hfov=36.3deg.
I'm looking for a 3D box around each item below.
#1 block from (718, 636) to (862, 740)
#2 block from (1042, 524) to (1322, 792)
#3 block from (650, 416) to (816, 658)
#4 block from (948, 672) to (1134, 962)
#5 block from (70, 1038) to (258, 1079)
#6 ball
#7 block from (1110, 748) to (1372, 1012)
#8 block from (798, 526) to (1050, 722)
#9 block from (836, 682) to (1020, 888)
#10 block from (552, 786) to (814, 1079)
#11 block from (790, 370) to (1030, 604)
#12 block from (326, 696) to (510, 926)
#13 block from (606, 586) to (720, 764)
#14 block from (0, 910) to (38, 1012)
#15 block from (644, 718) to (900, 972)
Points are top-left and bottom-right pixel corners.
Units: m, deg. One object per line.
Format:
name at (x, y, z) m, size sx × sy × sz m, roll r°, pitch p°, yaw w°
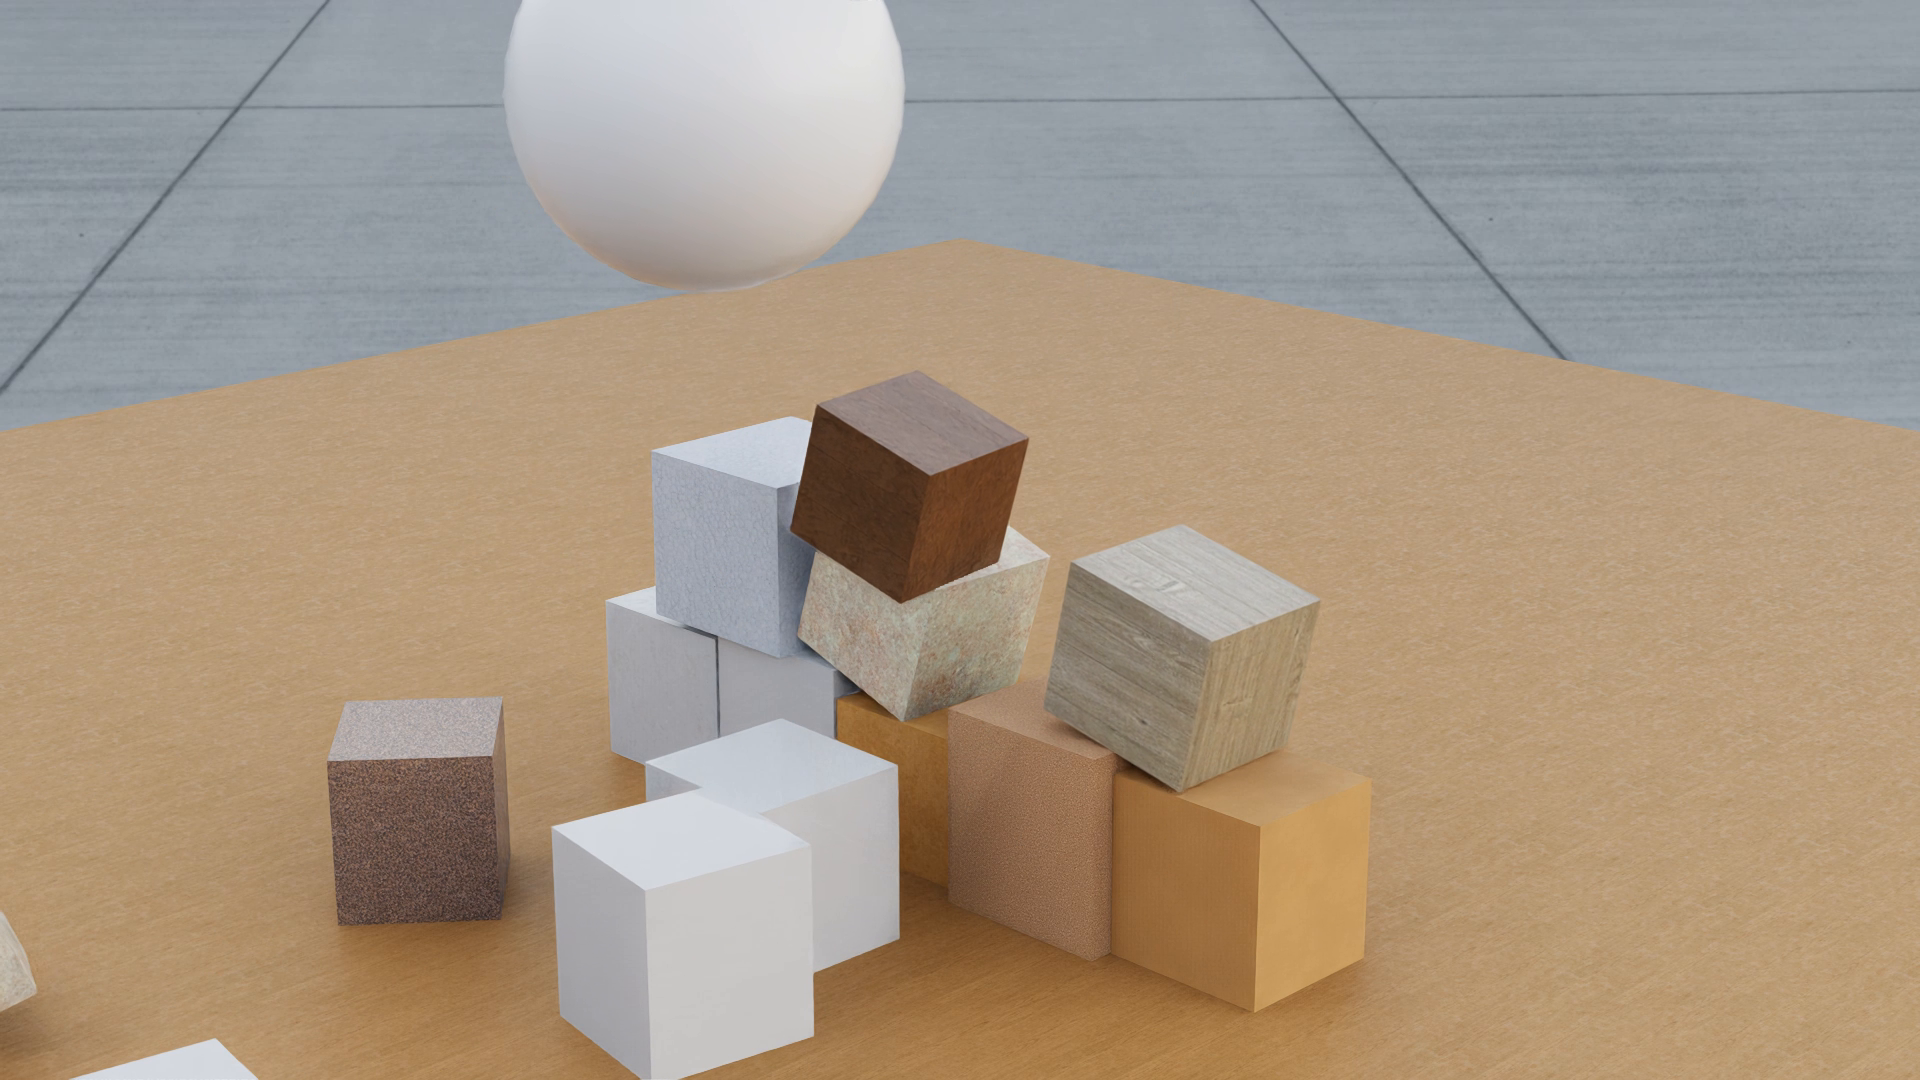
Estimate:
block at (-0.591, 0.844, 14.224) m, size 0.806 × 0.862 × 0.817 m, roll -17°, pitch 24°, yaw -42°
block at (0.941, 0.488, 12.500) m, size 0.787 × 0.719 × 0.729 m, roll 30°, pitch 33°, yaw 35°
block at (-0.845, -0.034, 14.197) m, size 0.899 × 0.828 × 0.907 m, roll -17°, pitch 24°, yaw -42°
block at (0.610, 1.168, 13.079) m, size 0.869 × 0.929 × 1.005 m, roll 17°, pitch 24°, yaw 42°
block at (-2.692, 2.290, 9.590) m, size 0.910 × 0.881 × 0.745 m, roll -12°, pitch 21°, yaw -34°
ball at (-1.018, -1.791, 11.712) m, size 1.600 × 1.600 × 1.600 m, roll 0°, pitch 17°, yaw 0°
block at (1.194, 1.396, 12.519) m, size 0.736 × 0.831 × 0.801 m, roll -17°, pitch 24°, yaw -42°
block at (-0.175, 0.262, 13.583) m, size 0.725 × 0.716 × 0.766 m, roll -16°, pitch 41°, yaw -41°
block at (-0.007, 1.087, 13.683) m, size 0.773 × 0.721 × 0.821 m, roll -17°, pitch 24°, yaw -42°
block at (-1.122, 1.588, 11.885) m, size 0.755 × 0.843 × 0.765 m, roll -12°, pitch 21°, yaw -34°
block at (-0.227, -0.246, 13.039) m, size 0.681 × 0.656 × 0.671 m, roll 33°, pitch 35°, yaw 29°
block at (-2.421, 1.210, 13.194) m, size 0.711 × 0.780 × 0.740 m, roll -2°, pitch 18°, yaw -5°
block at (-1.170, 0.686, 14.813) m, size 0.871 × 0.810 × 0.844 m, roll -17°, pitch 24°, yaw -42°
block at (-4.123, 1.689, 11.856) m, size 0.551 × 0.484 × 0.441 m, roll -28°, pitch 23°, yaw -15°
block at (-0.809, 1.347, 12.699) m, size 0.765 × 0.814 × 0.776 m, roll -16°, pitch 23°, yaw -41°
